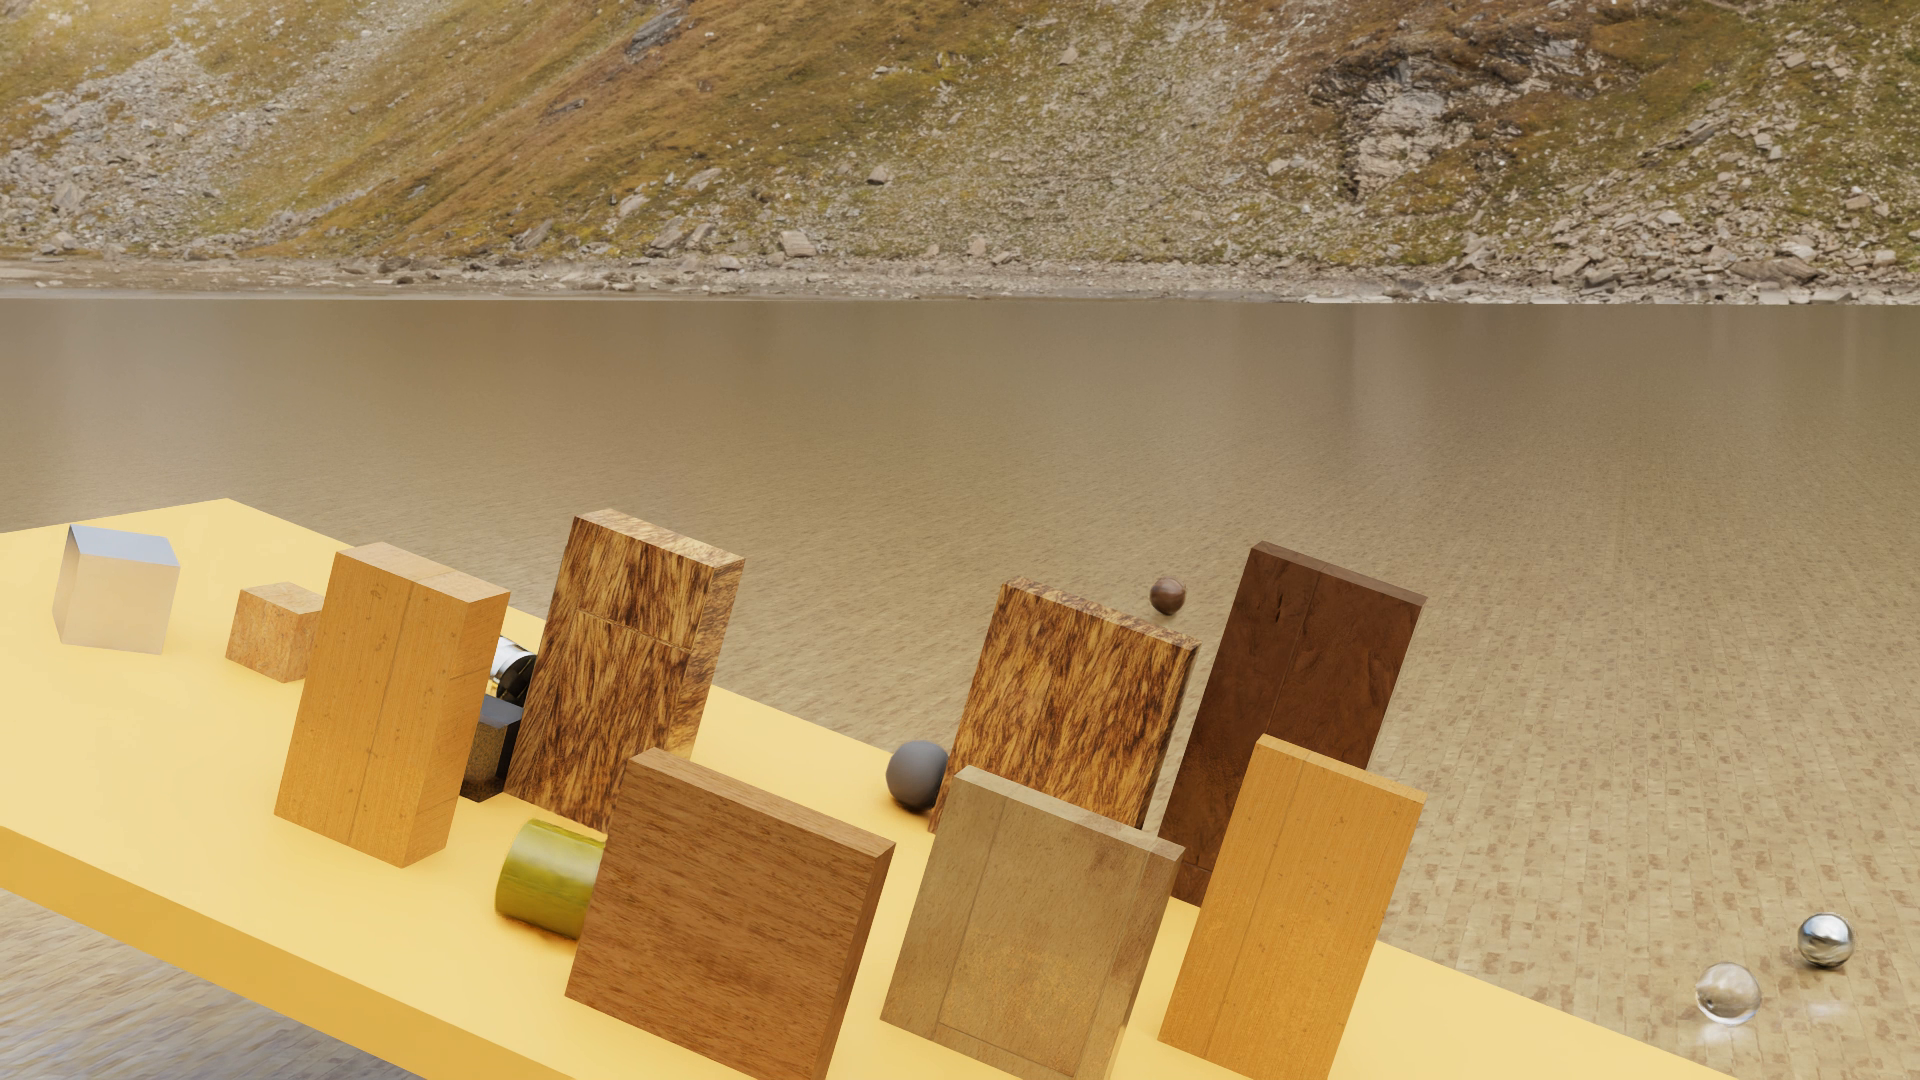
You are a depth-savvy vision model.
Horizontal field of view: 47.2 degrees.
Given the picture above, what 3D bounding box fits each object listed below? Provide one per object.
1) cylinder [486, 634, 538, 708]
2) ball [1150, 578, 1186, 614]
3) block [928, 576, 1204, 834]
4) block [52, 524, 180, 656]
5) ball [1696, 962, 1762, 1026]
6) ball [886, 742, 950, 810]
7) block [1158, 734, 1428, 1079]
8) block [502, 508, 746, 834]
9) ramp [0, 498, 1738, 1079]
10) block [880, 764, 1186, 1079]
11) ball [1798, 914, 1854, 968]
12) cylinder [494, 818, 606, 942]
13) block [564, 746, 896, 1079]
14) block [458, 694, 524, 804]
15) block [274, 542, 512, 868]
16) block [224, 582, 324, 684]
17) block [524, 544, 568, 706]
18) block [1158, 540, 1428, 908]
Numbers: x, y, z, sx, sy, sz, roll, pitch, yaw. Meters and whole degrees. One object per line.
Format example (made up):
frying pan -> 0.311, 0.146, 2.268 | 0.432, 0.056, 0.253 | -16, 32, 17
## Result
cylinder -> -0.984, 0.286, 4.717 | 0.143, 0.143, 0.143 | 24, 20, 34
ball -> 1.136, 0.307, 12.024 | 0.199, 0.199, 0.199 | 0, 7, 0
block -> 0.221, 0.421, 4.696 | 0.423, 0.573, 0.129 | 20, 12, 14
block -> -1.710, 0.100, 4.452 | 0.191, 0.191, 0.191 | 10, 13, -31
ball -> 1.898, 1.121, 5.430 | 0.154, 0.154, 0.154 | 0, 7, 0
ball -> -0.087, 0.520, 4.851 | 0.152, 0.152, 0.152 | 0, 7, 0
block -> 0.594, 0.681, 3.955 | 0.308, 0.590, 0.083 | 20, 12, 14
block -> -0.648, 0.262, 4.237 | 0.300, 0.568, 0.147 | 20, 12, 14
ramp -> -0.366, 0.703, 4.232 | 4.000, 0.100, 2.000 | 20, 12, 14
block -> 0.119, 0.665, 3.704 | 0.394, 0.453, 0.089 | 20, 12, 14
ball -> 2.317, 1.071, 5.884 | 0.144, 0.144, 0.144 | 0, 7, 0
cylinder -> -0.672, 0.578, 3.718 | 0.169, 0.169, 0.169 | 18, 9, 7
block -> -0.364, 0.597, 3.452 | 0.426, 0.410, 0.094 | 20, 12, 14
block -> -0.940, 0.393, 4.245 | 0.153, 0.153, 0.153 | 19, 12, 13
block -> -0.992, 0.285, 3.838 | 0.264, 0.491, 0.146 | 20, 12, 14
block -> -1.400, 0.190, 4.563 | 0.151, 0.151, 0.151 | 20, 12, 18
block -> -0.711, 0.246, 4.637 | 0.329, 0.401, 0.114 | 20, 12, 14
block -> 0.698, 0.438, 4.754 | 0.374, 0.786, 0.144 | 20, 12, 14
